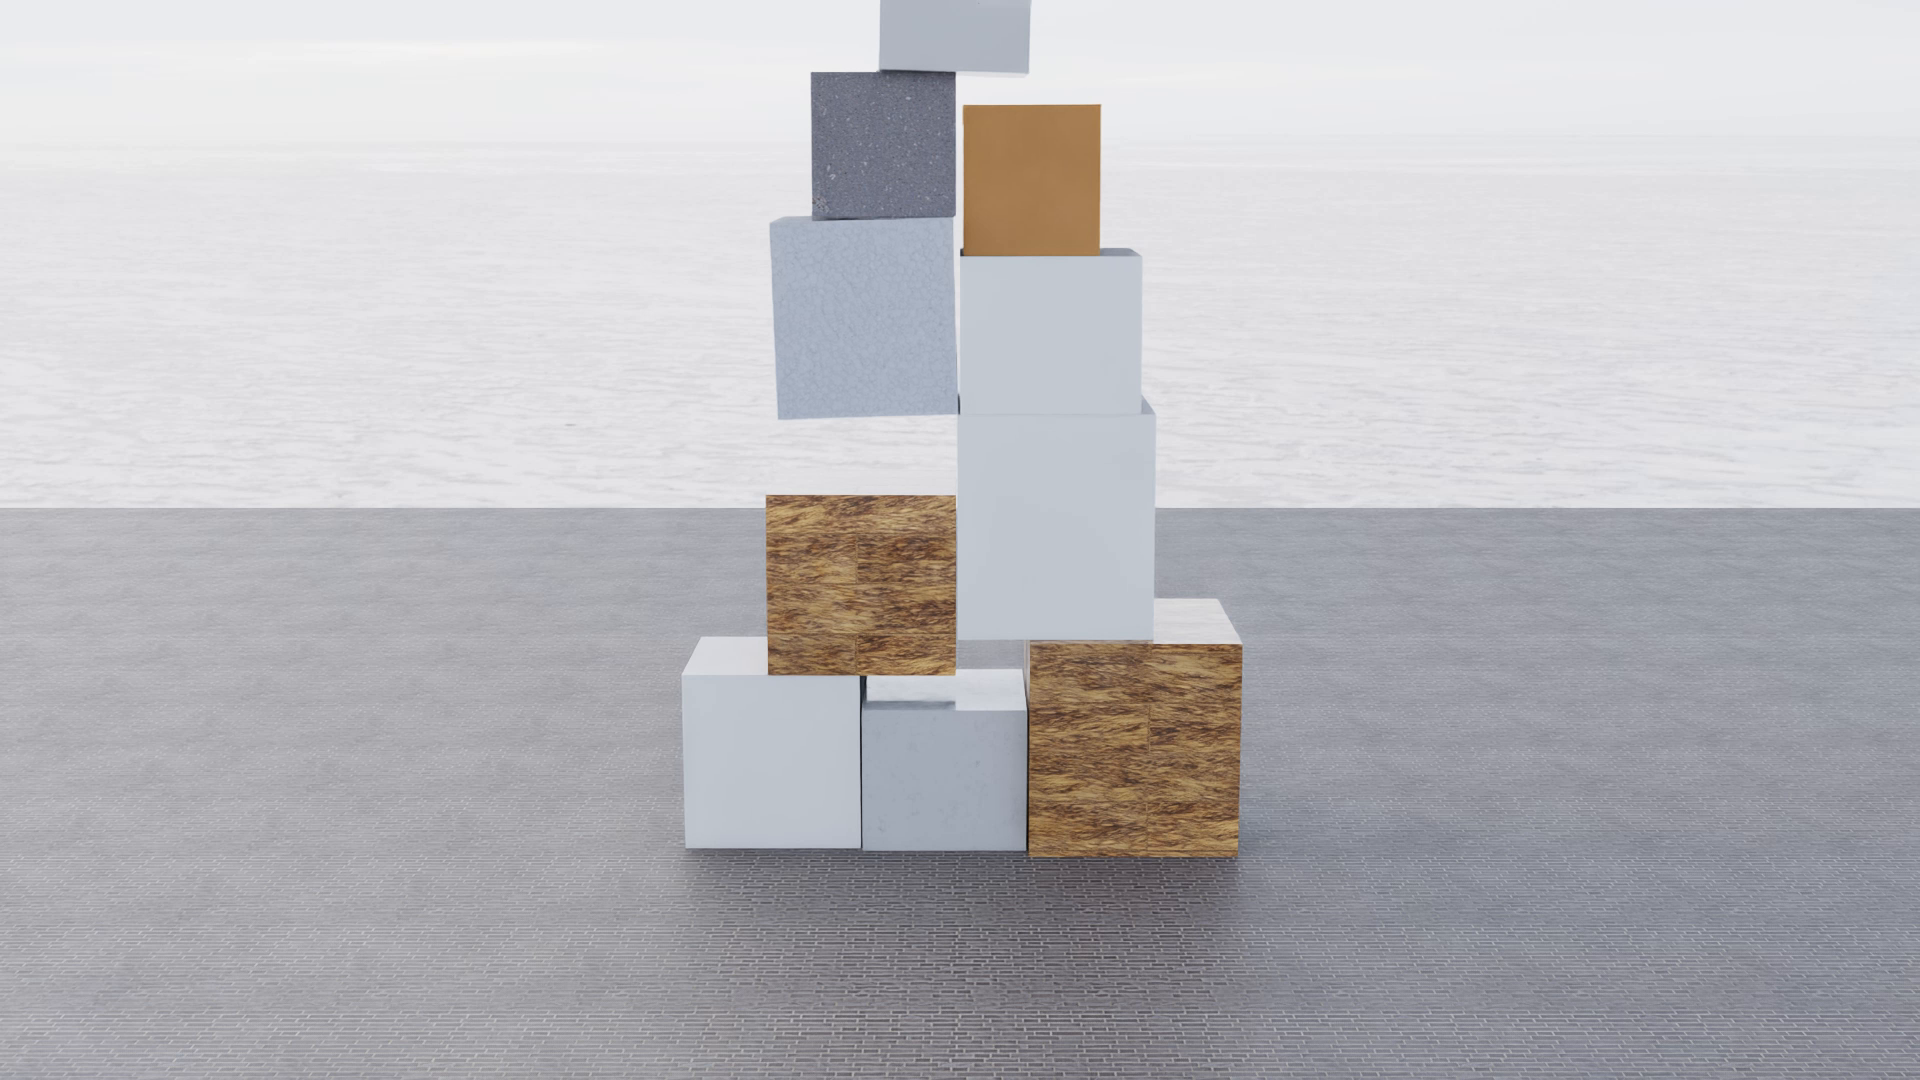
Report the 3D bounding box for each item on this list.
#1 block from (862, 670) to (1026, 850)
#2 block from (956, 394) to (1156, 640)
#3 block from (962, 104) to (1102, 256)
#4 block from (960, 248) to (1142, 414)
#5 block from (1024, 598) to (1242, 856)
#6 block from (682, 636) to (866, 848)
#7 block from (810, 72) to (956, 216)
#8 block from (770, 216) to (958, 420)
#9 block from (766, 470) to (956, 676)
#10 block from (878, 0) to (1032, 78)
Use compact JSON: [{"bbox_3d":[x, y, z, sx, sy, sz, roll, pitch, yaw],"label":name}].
[{"bbox_3d":[-0.078,1.122,11.371,0.819,0.724,0.861,0,10,0],"label":"block"},{"bbox_3d":[0.468,-0.137,11.144,0.962,1.113,0.884,0,10,0],"label":"block"},{"bbox_3d":[0.344,-1.778,10.839,0.658,0.714,0.648,0,10,0],"label":"block"},{"bbox_3d":[0.436,-1.056,10.978,0.873,0.756,0.865,0,10,0],"label":"block"},{"bbox_3d":[0.860,0.944,11.346,1.037,1.084,1.074,0,10,0],"label":"block"},{"bbox_3d":[-0.938,1.032,11.385,0.881,0.896,0.848,0,10,0],"label":"block"},{"bbox_3d":[-0.364,-1.947,10.825,0.690,0.681,0.702,0,10,0],"label":"block"},{"bbox_3d":[-0.458,-1.134,10.964,0.871,0.942,0.870,-2,10,0],"label":"block"},{"bbox_3d":[-0.484,0.150,11.204,0.929,0.904,0.835,0,10,0],"label":"block"},{"bbox_3d":[-0.019,-2.641,10.690,0.709,0.734,0.798,2,10,0],"label":"block"}]
